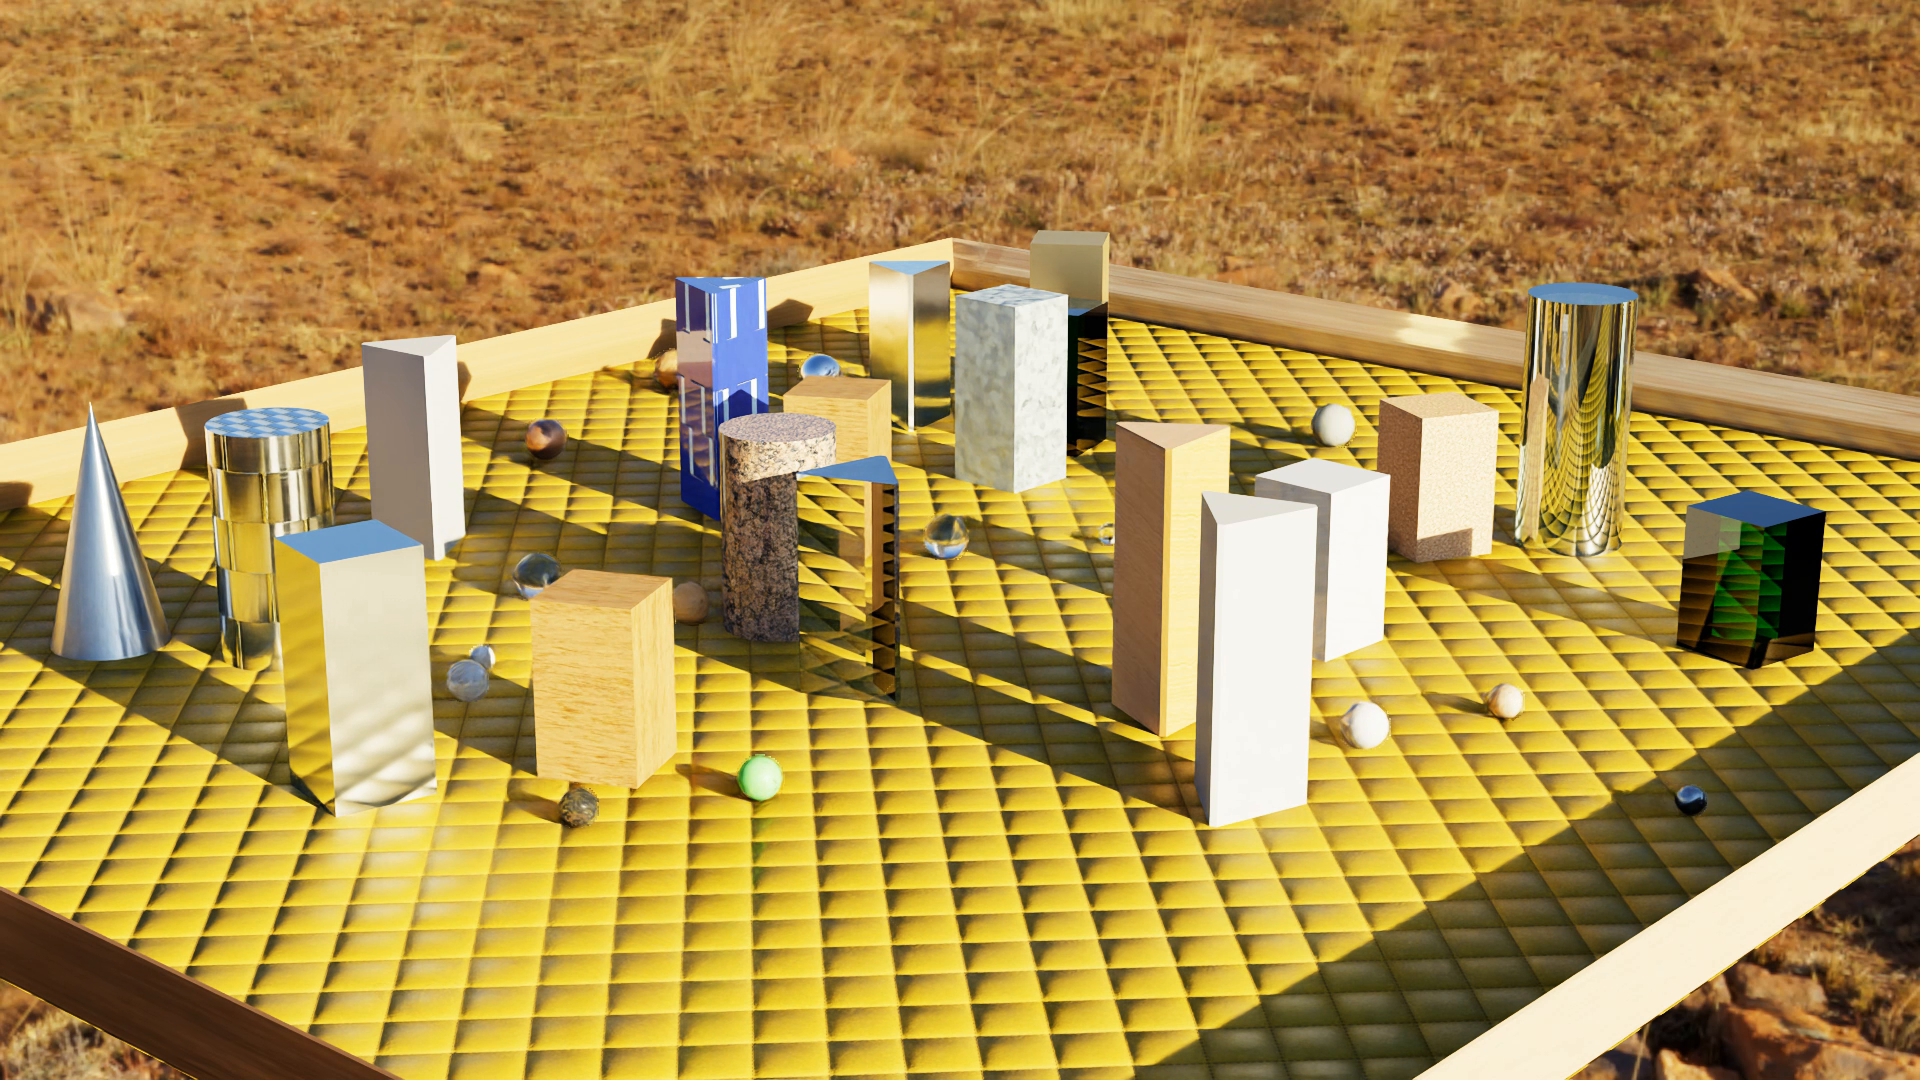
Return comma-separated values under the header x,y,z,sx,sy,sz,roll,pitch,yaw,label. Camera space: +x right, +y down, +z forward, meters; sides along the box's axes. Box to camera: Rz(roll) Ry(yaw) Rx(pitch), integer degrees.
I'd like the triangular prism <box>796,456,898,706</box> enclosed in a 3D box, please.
x,y,z,sx,sy,sz,roll,pitch,yaw,label
-0.149,0.058,4.635,0.170,0.360,0.147,6,18,20,triangular prism

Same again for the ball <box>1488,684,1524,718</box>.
x,y,z,sx,sy,sz,roll,pitch,yaw,label
0.843,0.249,4.531,0.054,0.054,0.054,0,17,0,ball

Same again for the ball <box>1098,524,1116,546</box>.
x,y,z,sx,sy,sz,roll,pitch,yaw,label
0.275,-0.011,5.415,0.041,0.041,0.041,0,17,0,ball

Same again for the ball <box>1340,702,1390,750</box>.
x,y,z,sx,sy,sz,roll,pitch,yaw,label
0.608,0.278,4.403,0.072,0.072,0.072,0,17,0,ball

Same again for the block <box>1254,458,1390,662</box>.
x,y,z,sx,sy,sz,roll,pitch,yaw,label
0.595,0.030,4.854,0.157,0.286,0.157,16,23,42,block

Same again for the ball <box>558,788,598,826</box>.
x,y,z,sx,sy,sz,roll,pitch,yaw,label
-0.536,0.374,4.116,0.053,0.053,0.053,0,17,0,ball

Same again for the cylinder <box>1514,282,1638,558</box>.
x,y,z,sx,sy,sz,roll,pitch,yaw,label
1.127,-0.221,5.372,0.196,0.469,0.196,0,17,0,cylinder

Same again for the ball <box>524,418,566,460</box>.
x,y,z,sx,sy,sz,roll,pitch,yaw,label
-0.846,-0.206,5.986,0.084,0.084,0.084,0,17,0,ball

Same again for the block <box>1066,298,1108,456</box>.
x,y,z,sx,sy,sz,roll,pitch,yaw,label
0.202,-0.342,6.072,0.157,0.295,0.157,8,18,24,block

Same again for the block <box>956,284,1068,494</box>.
x,y,z,sx,sy,sz,roll,pitch,yaw,label
0.101,-0.301,5.803,0.157,0.373,0.157,15,22,40,block

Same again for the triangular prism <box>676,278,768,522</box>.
x,y,z,sx,sy,sz,roll,pitch,yaw,label
-0.478,-0.278,5.611,0.147,0.440,0.170,10,19,29,triangular prism

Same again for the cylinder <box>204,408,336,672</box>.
x,y,z,sx,sy,sz,roll,pitch,yaw,label
-1.116,-0.002,4.779,0.196,0.392,0.196,0,17,0,cylinder

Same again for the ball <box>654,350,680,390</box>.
x,y,z,sx,sy,sz,roll,pitch,yaw,label
-0.641,-0.381,6.564,0.087,0.087,0.087,0,17,0,ball

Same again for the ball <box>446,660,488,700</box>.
x,y,z,sx,sy,sz,roll,pitch,yaw,label
-0.775,0.220,4.607,0.064,0.064,0.064,0,17,0,ball

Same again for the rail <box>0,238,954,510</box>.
x,y,z,sx,sy,sz,roll,pitch,yaw,label
-1.289,-0.291,6.192,0.045,0.127,3.924,14,22,39,rail

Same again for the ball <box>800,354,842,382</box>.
x,y,z,sx,sy,sz,roll,pitch,yaw,label
-0.308,-0.363,6.487,0.096,0.096,0.096,0,17,0,ball

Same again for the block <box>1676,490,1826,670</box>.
x,y,z,sx,sy,sz,roll,pitch,yaw,label
1.300,0.064,4.822,0.157,0.241,0.157,-12,21,-35,block

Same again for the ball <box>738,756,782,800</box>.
x,y,z,sx,sy,sz,roll,pitch,yaw,label
-0.287,0.342,4.205,0.064,0.064,0.064,0,17,0,ball

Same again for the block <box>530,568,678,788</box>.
x,y,z,sx,sy,sz,roll,pitch,yaw,label
-0.521,0.202,4.307,0.157,0.273,0.157,5,17,16,block

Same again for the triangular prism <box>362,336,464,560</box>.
x,y,z,sx,sy,sz,roll,pitch,yaw,label
-0.972,-0.176,5.375,0.170,0.381,0.147,12,21,35,triangular prism

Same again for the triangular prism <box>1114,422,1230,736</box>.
x,y,z,sx,sy,sz,roll,pitch,yaw,label
0.300,0.050,4.499,0.147,0.453,0.170,12,21,35,triangular prism

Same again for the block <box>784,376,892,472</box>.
x,y,z,sx,sy,sz,roll,pitch,yaw,label
-0.222,-0.134,5.373,0.157,0.300,0.157,4,17,14,block

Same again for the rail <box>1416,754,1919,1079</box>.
x,y,z,sx,sy,sz,roll,pitch,yaw,label
1.289,0.355,4.048,0.045,0.127,3.924,14,22,39,rail

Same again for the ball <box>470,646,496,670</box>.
x,y,z,sx,sy,sz,roll,pitch,yaw,label
-0.772,0.192,4.742,0.041,0.041,0.041,0,17,0,ball

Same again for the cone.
x,y,z,sx,sy,sz,roll,pitch,yaw,label
-1.415,-0.027,4.829,0.196,0.410,0.196,0,17,0,cone

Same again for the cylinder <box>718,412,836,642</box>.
x,y,z,sx,sy,sz,roll,pitch,yaw,label
-0.304,-0.023,4.929,0.196,0.344,0.196,0,17,0,cylinder

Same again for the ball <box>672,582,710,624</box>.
x,y,z,sx,sy,sz,roll,pitch,yaw,label
-0.459,0.107,4.971,0.071,0.071,0.071,0,17,0,ball

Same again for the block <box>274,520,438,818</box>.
x,y,z,sx,sy,sz,roll,pitch,yaw,label
-0.865,0.181,4.198,0.157,0.376,0.157,-12,20,-34,block

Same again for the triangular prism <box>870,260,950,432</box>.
x,y,z,sx,sy,sz,roll,pitch,yaw,label
-0.086,-0.423,6.268,0.147,0.338,0.170,-10,20,-30,triangular prism

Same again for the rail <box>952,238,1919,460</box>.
x,y,z,sx,sy,sz,roll,pitch,yaw,label
1.271,-0.391,6.521,3.462,0.127,0.045,14,22,39,rail

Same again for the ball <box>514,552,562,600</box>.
x,y,z,sx,sy,sz,roll,pitch,yaw,label
-0.732,0.064,5.091,0.085,0.085,0.085,0,17,0,ball

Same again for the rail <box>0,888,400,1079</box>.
x,y,z,sx,sy,sz,roll,pitch,yaw,label
-1.271,0.454,3.719,3.462,0.127,0.045,14,22,39,rail

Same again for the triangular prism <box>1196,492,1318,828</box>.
x,y,z,sx,sy,sz,roll,pitch,yaw,label
0.385,0.160,4.153,0.170,0.442,0.147,-11,20,-32,triangular prism

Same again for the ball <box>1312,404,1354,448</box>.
x,y,z,sx,sy,sz,roll,pitch,yaw,label
0.774,-0.238,6.083,0.090,0.090,0.090,0,17,0,ball

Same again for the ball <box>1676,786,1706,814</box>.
x,y,z,sx,sy,sz,roll,pitch,yaw,label
1.035,0.369,4.155,0.042,0.042,0.042,0,17,0,ball

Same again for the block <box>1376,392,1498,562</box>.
x,y,z,sx,sy,sz,roll,pitch,yaw,label
0.871,-0.117,5.371,0.157,0.269,0.157,-6,18,-21,block

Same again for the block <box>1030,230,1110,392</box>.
x,y,z,sx,sy,sz,roll,pitch,yaw,label
0.239,-0.480,6.410,0.157,0.365,0.157,2,17,7,block

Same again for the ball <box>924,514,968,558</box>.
x,y,z,sx,sy,sz,roll,pitch,yaw,label
-0.024,-0.006,5.331,0.081,0.081,0.081,0,17,0,ball
